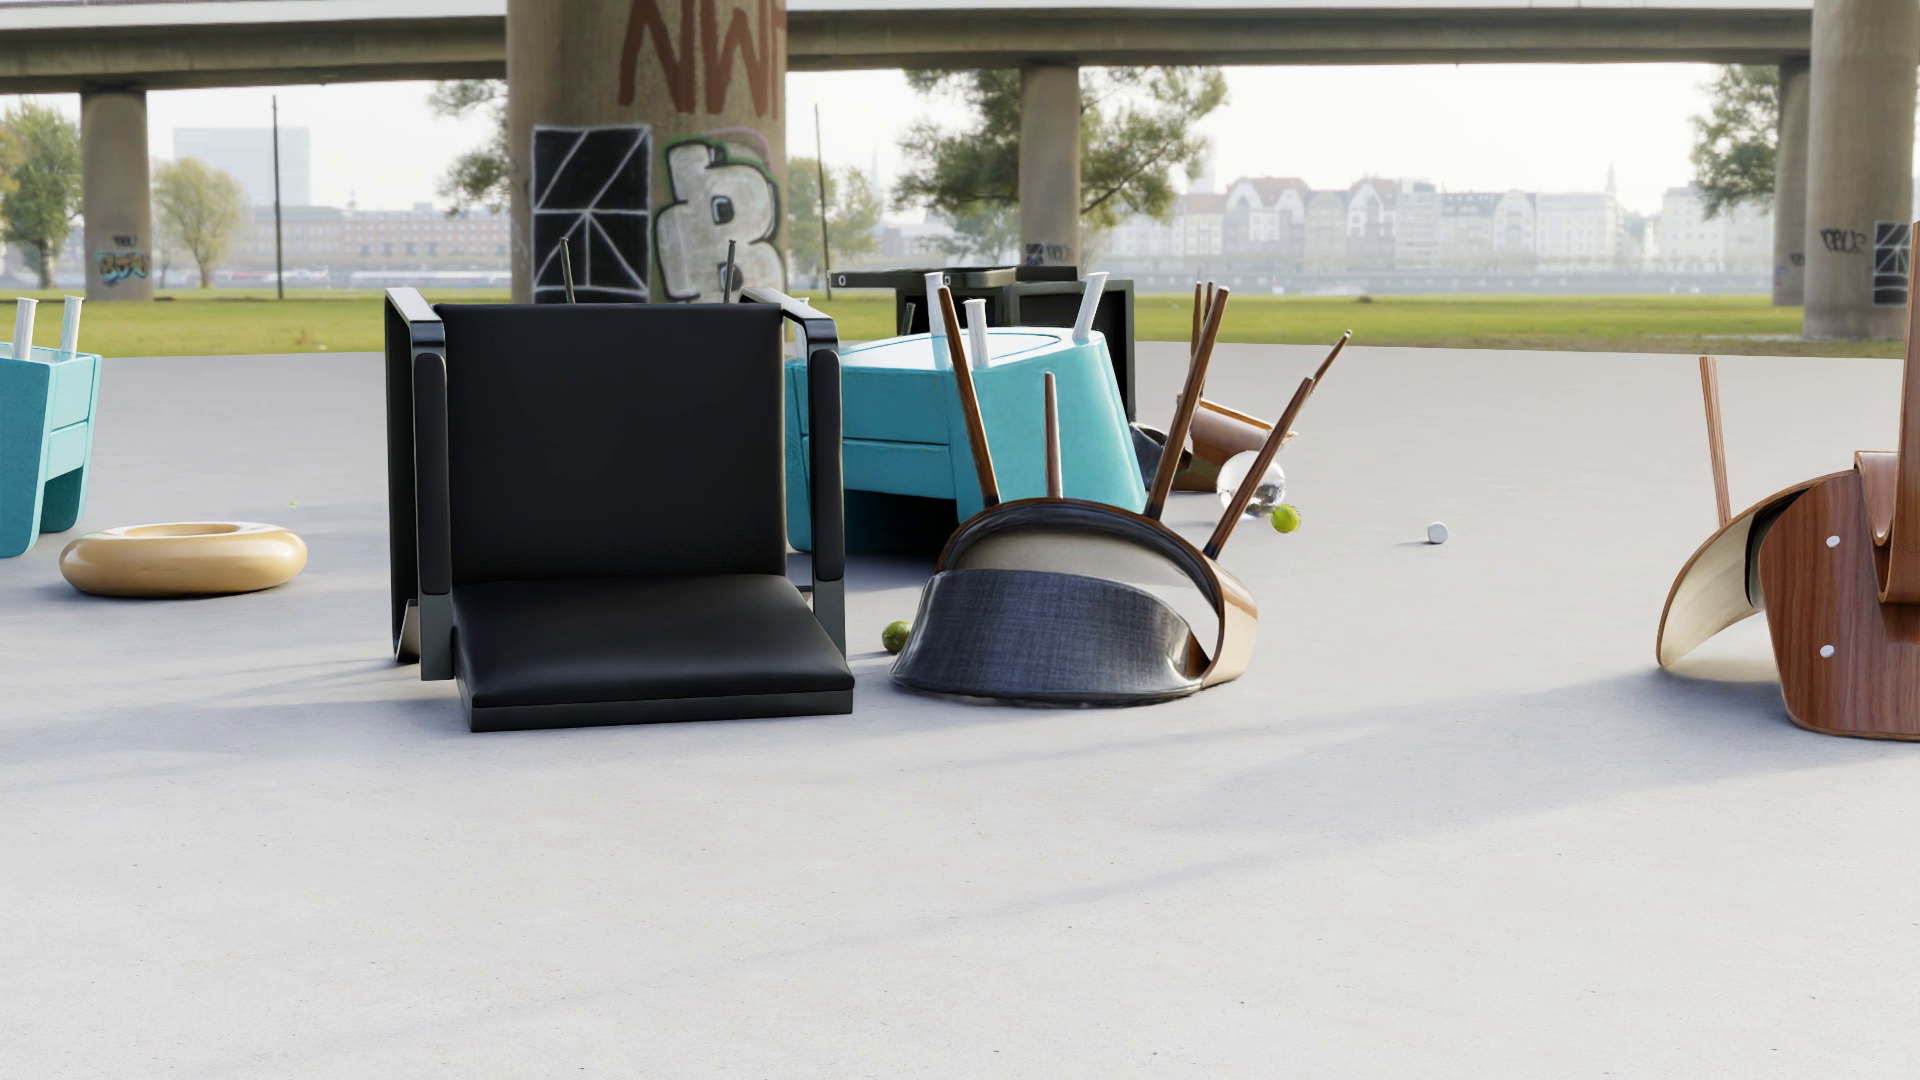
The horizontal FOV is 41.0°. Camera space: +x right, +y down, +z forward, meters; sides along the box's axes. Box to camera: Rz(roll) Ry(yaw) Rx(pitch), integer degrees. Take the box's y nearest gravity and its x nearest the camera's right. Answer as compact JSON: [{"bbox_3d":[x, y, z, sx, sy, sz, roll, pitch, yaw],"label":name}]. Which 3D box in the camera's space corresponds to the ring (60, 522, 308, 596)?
[{"bbox_3d":[-1.643,0.039,5.442,0.506,0.125,0.522,-1,5,-5],"label":"ring"}]

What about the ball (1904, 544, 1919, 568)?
[{"bbox_3d":[2.162,0.036,5.788,0.057,0.057,0.057,0,6,0],"label":"ball"}]

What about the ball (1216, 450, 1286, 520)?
[{"bbox_3d":[0.786,-0.146,6.913,0.188,0.188,0.188,0,6,0],"label":"ball"}]

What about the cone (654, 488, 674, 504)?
[{"bbox_3d":[-0.876,-0.120,7.474,0.062,0.047,0.063,-5,-13,-40],"label":"cone"}]

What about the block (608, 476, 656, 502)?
[{"bbox_3d":[-0.962,-0.149,7.520,0.111,0.069,0.094,-3,7,-30],"label":"block"}]

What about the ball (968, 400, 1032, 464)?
[{"bbox_3d":[0.140,-0.378,8.960,0.229,0.229,0.229,0,6,0],"label":"ball"}]
